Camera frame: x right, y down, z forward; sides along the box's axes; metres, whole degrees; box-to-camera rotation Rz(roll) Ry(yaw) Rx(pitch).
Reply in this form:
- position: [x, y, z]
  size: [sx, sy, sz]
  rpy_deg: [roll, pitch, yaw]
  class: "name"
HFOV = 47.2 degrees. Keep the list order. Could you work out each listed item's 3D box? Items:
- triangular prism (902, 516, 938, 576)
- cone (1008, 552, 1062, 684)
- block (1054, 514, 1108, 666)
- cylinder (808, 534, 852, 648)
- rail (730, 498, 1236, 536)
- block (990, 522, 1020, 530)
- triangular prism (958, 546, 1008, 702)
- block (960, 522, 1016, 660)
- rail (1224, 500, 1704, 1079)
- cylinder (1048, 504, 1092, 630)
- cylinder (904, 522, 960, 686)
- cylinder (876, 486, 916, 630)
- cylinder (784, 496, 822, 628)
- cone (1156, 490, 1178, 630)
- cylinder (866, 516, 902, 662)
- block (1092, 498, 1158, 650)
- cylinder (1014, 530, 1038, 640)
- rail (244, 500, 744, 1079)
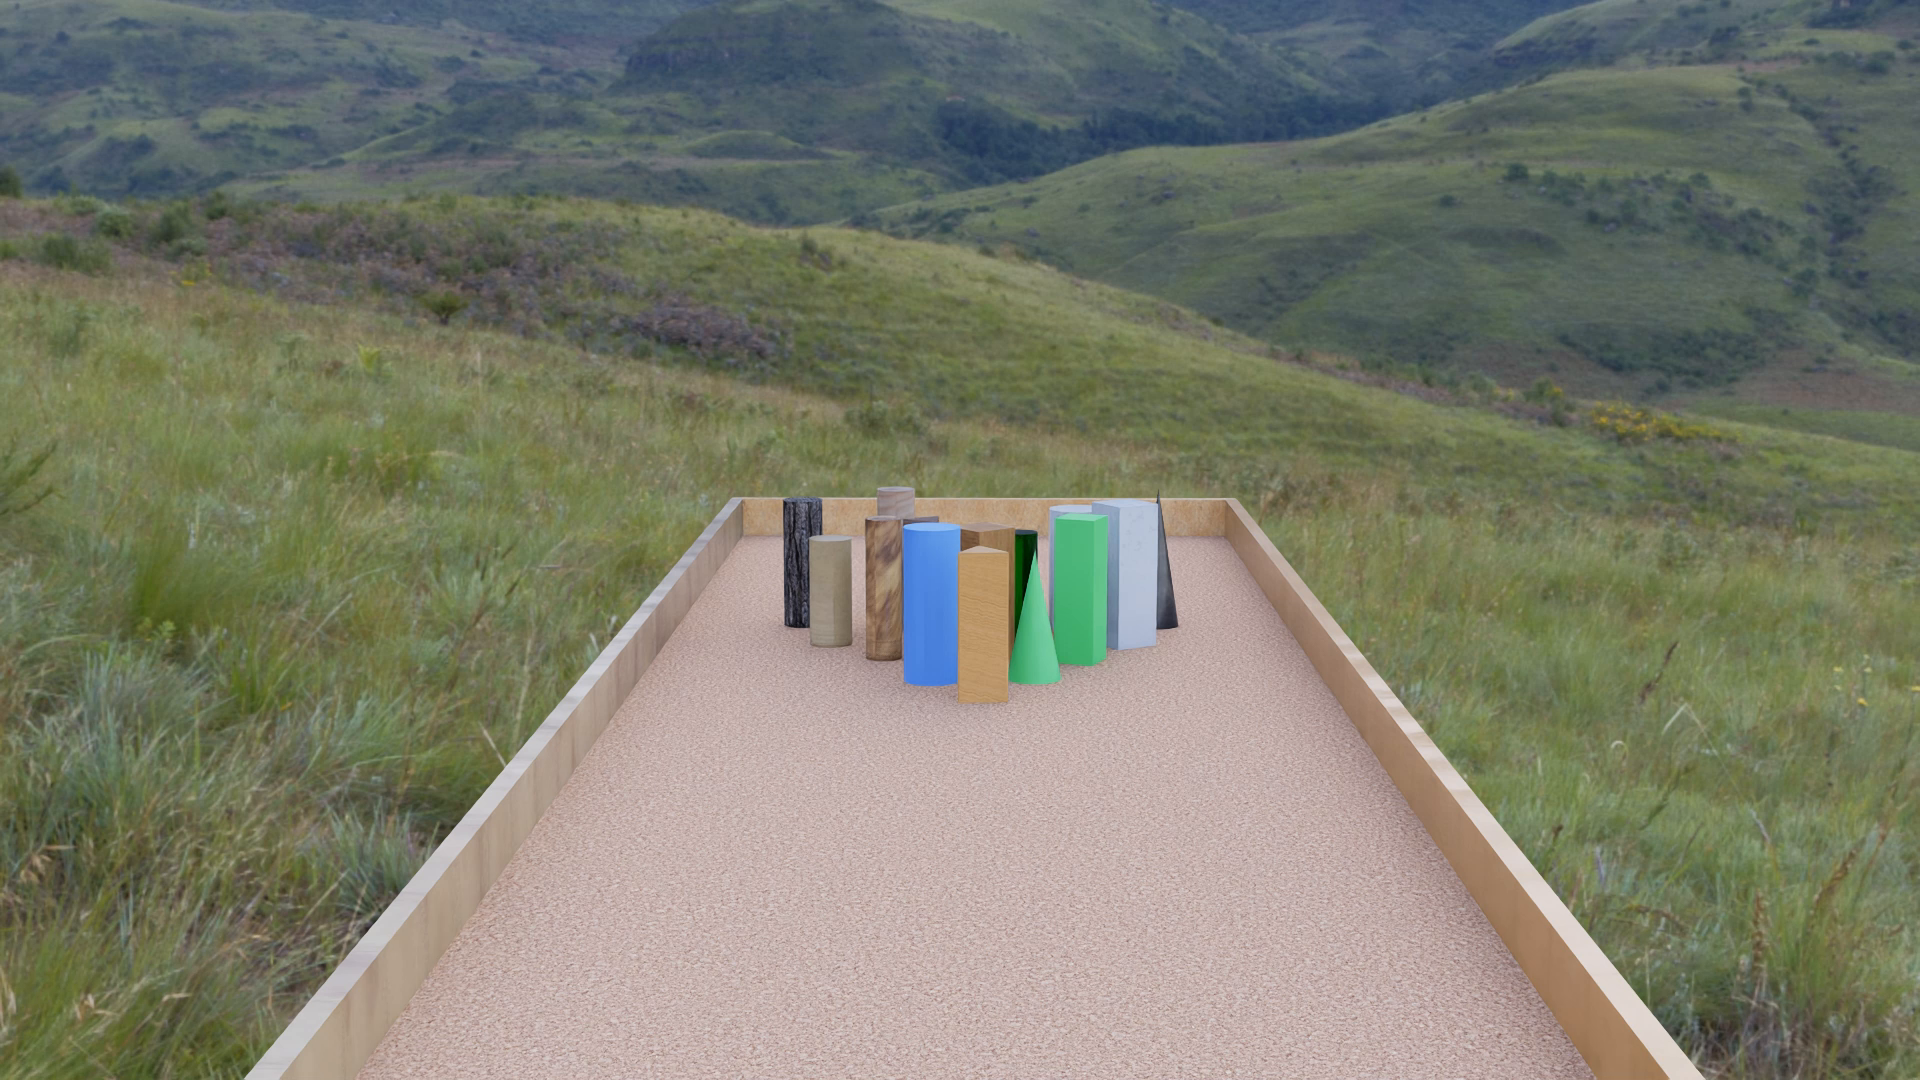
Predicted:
- position: [-0.098, 0.128, 6.932]
  size: [0.125, 0.397, 0.108]
  rpy_deg: [6, 11, 32]
  class: "triangular prism"
- position: [0.217, 0.219, 6.420]
  size: [0.161, 0.379, 0.161]
  rpy_deg: [0, 9, 0]
  class: "cone"
- position: [0.366, 0.149, 6.659]
  size: [0.124, 0.442, 0.124]
  rpy_deg: [4, 10, 22]
  class: "block"
- position: [-0.407, 0.160, 6.921]
  size: [0.134, 0.337, 0.134]
  rpy_deg: [0, 9, 0]
  class: "cylinder"
- position: [0.099, -0.098, 9.147]
  size: [2.100, 0.150, 0.050]
  rpy_deg: [0, 9, 1]
  class: "rail"
- position: [0.084, 0.120, 7.208]
  size: [0.161, 0.327, 0.161]
  rpy_deg: [-7, 11, -36]
  class: "block"
- position: [0.059, 0.235, 6.173]
  size: [0.139, 0.424, 0.121]
  rpy_deg: [-1, 9, -5]
  class: "triangular prism"
- position: [0.065, 0.162, 6.683]
  size: [0.143, 0.408, 0.143]
  rpy_deg: [-8, 12, -40]
  class: "block"
- position: [1.046, 0.843, 3.208]
  size: [0.050, 0.150, 12.000]
  rpy_deg: [0, 9, 1]
  class: "rail"
- position: [0.379, 0.091, 7.187]
  size: [0.178, 0.392, 0.178]
  rpy_deg: [0, 9, 0]
  class: "cylinder"
- position: [-0.081, 0.185, 6.394]
  size: [0.166, 0.453, 0.166]
  rpy_deg: [0, 9, 0]
  class: "cylinder"
- position: [-0.208, 0.059, 7.179]
  size: [0.124, 0.456, 0.124]
  rpy_deg: [0, 9, 0]
  class: "cylinder"
- position: [-0.514, 0.073, 7.224]
  size: [0.129, 0.415, 0.129]
  rpy_deg: [0, 9, 0]
  class: "cylinder"
- position: [0.648, 0.056, 7.204]
  size: [0.144, 0.455, 0.144]
  rpy_deg: [0, 9, 0]
  class: "cone"
- position: [-0.233, 0.147, 6.703]
  size: [0.110, 0.432, 0.110]
  rpy_deg: [0, 9, 0]
  class: "cylinder"
- position: [0.515, 0.106, 6.906]
  size: [0.148, 0.450, 0.148]
  rpy_deg: [-6, 11, -32]
  class: "block"
- position: [0.195, 0.147, 6.963]
  size: [0.102, 0.349, 0.102]
  rpy_deg: [0, 9, 0]
  class: "cylinder"
- position: [-1.004, 0.839, 3.234]
  size: [0.050, 0.150, 12.000]
  rpy_deg: [0, 9, 1]
  class: "rail"
